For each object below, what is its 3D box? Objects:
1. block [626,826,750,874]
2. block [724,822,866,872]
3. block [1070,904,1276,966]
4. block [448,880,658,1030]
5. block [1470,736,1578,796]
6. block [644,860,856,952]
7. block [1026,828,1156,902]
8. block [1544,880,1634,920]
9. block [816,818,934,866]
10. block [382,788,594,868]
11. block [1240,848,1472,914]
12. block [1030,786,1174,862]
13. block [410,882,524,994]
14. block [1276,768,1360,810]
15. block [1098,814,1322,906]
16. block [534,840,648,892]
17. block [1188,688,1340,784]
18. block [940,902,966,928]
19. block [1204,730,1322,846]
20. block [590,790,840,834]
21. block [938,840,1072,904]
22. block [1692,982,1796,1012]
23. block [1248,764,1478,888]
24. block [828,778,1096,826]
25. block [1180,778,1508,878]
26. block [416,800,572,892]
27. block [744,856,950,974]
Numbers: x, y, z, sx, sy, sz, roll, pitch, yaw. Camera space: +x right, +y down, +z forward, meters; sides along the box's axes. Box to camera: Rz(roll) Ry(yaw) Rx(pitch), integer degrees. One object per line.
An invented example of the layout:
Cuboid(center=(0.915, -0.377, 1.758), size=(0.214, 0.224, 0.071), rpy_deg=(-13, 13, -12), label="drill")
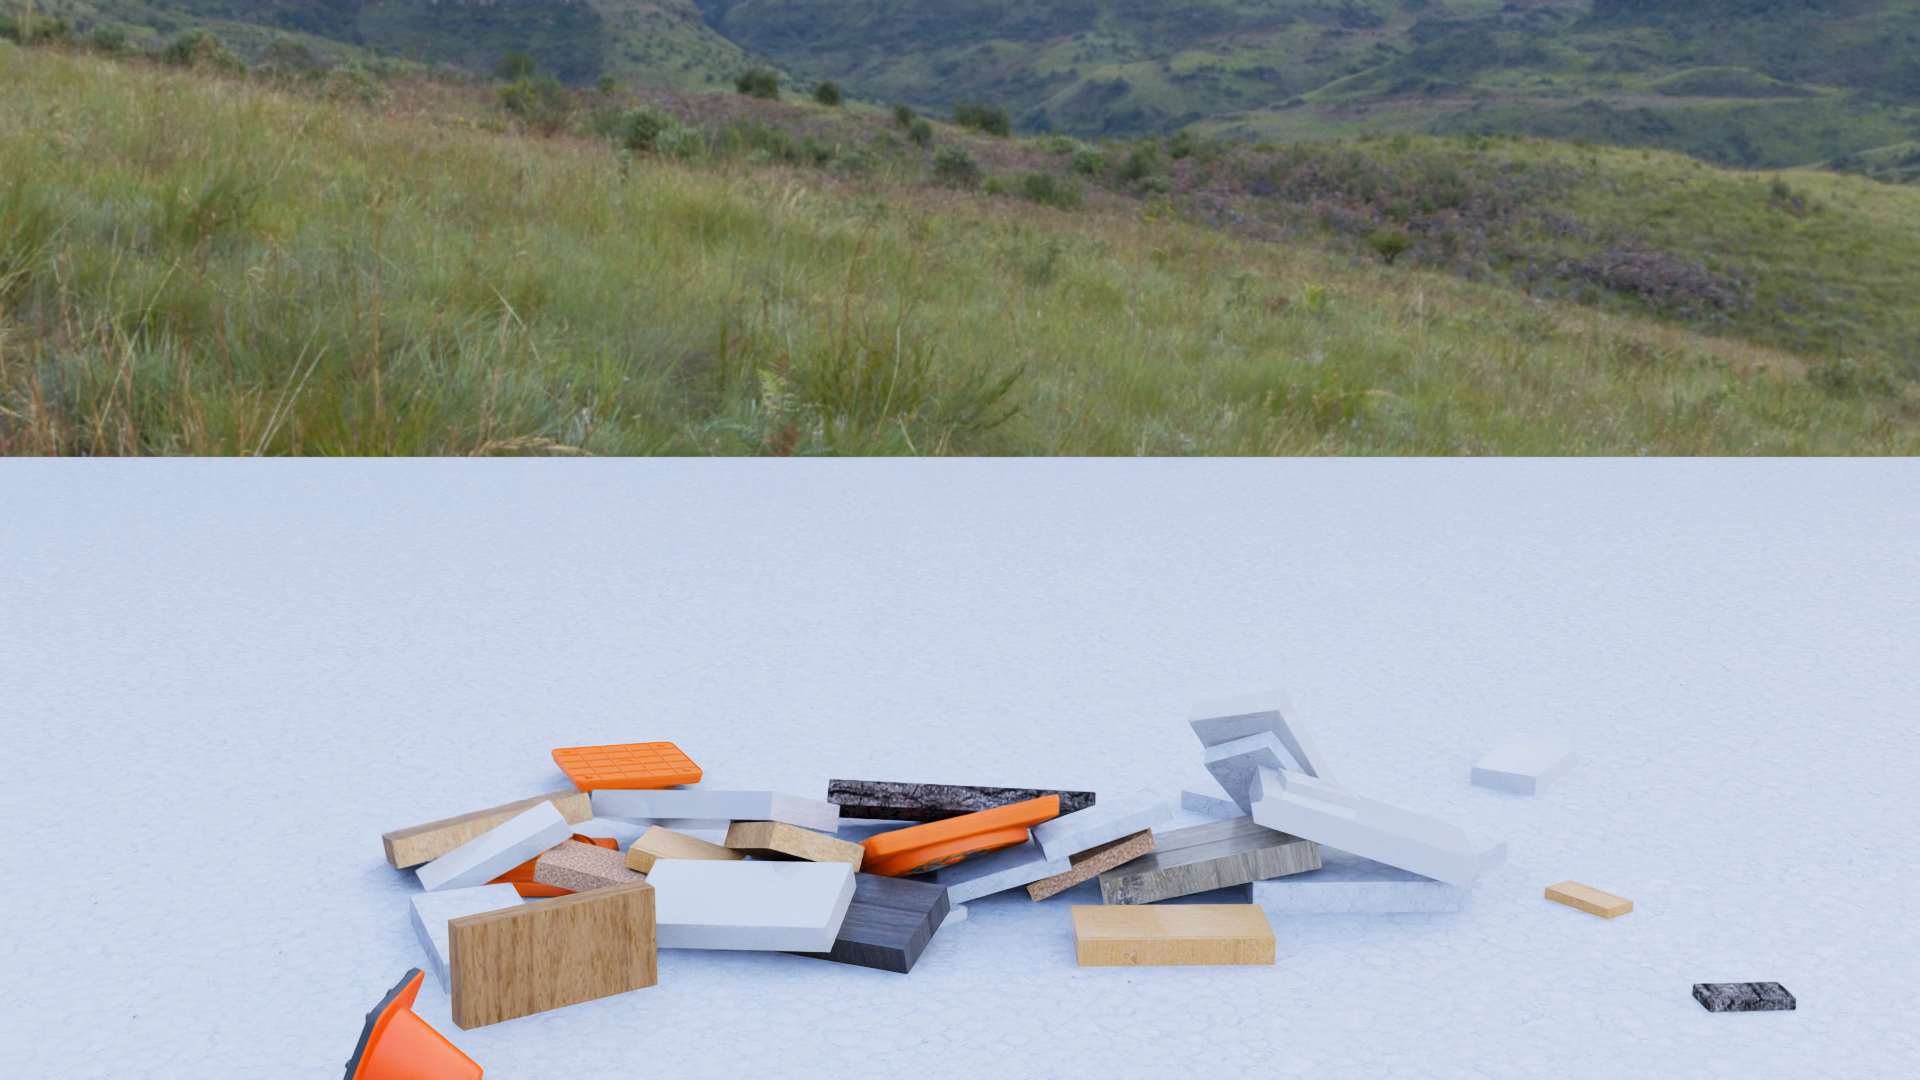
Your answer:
Cuboid(center=(-0.417, 0.544, 3.655), size=(0.248, 0.035, 0.124), rpy_deg=(16, 12, 8), label="block")
Cuboid(center=(-0.277, 0.506, 3.623), size=(0.152, 0.043, 0.304), rpy_deg=(18, -13, -17), label="block")
Cuboid(center=(0.328, 0.614, 3.422), size=(0.302, 0.043, 0.151), rpy_deg=(0, 11, -1), label="block")
Cuboid(center=(-0.588, 0.600, 3.196), size=(0.304, 0.152, 0.043), rpy_deg=(-7, 13, -34), label="block")
Cuboid(center=(1.117, 0.445, 4.350), size=(0.129, 0.036, 0.257), rpy_deg=(7, 12, 32), label="block")
Cuboid(center=(-0.340, 0.566, 3.414), size=(0.326, 0.046, 0.163), rpy_deg=(-1, 28, 14), label="block")
Cuboid(center=(0.215, 0.528, 3.666), size=(0.220, 0.031, 0.110), rpy_deg=(-25, 10, 5), label="block")
Cuboid(center=(1.034, 0.591, 3.616), size=(0.064, 0.018, 0.128), rpy_deg=(-8, 13, -35), label="block")
Cuboid(center=(-0.206, 0.529, 3.878), size=(0.304, 0.043, 0.152), rpy_deg=(-2, 11, -8), label="block")
Cuboid(center=(-0.820, 0.498, 3.814), size=(0.337, 0.048, 0.168), rpy_deg=(-12, 1, -21), label="block")
Cuboid(center=(0.652, 0.565, 3.665), size=(0.358, 0.051, 0.179), rpy_deg=(0, 11, -2), label="block")
Cuboid(center=(0.233, 0.468, 3.631), size=(0.220, 0.031, 0.110), rpy_deg=(-18, 10, -6), label="block")
Cuboid(center=(-0.745, 0.614, 3.414), size=(0.163, 0.046, 0.326), rpy_deg=(-4, 11, -22), label="block")
Cuboid(center=(0.591, 0.411, 3.630), size=(0.128, 0.018, 0.064), rpy_deg=(15, 11, -8), label="block")
Cuboid(center=(0.408, 0.527, 3.663), size=(0.358, 0.051, 0.179), rpy_deg=(-12, 11, 3), label="block")
Cuboid(center=(-0.564, 0.555, 3.630), size=(0.248, 0.035, 0.124), rpy_deg=(13, 12, 5), label="block")
Cuboid(center=(0.544, 0.395, 3.806), size=(0.168, 0.337, 0.048), rpy_deg=(-11, 40, 31), label="block")
Cuboid(center=(-0.064, 0.597, 3.574), size=(0.071, 0.020, 0.142), rpy_deg=(-10, 14, -42), label="block")
Cuboid(center=(0.542, 0.437, 3.781), size=(0.129, 0.257, 0.036), rpy_deg=(-20, 35, 33), label="block")
Cuboid(center=(-0.430, 0.470, 3.817), size=(0.435, 0.048, 0.168), rpy_deg=(-5, -16, 38), label="block")
Cuboid(center=(0.072, 0.547, 3.648), size=(0.220, 0.031, 0.110), rpy_deg=(-17, 10, 2), label="block")
Cuboid(center=(1.143, 0.666, 3.208), size=(0.128, 0.018, 0.064), rpy_deg=(-1, 11, -4), label="block")
Cuboid(center=(0.659, 0.470, 3.621), size=(0.358, 0.051, 0.179), rpy_deg=(17, 11, 1), label="block")
Cuboid(center=(-0.001, 0.463, 3.848), size=(0.460, 0.043, 0.151), rpy_deg=(3, -16, -4), label="block")
Cuboid(center=(0.685, 0.513, 3.981), size=(0.602, 0.036, 0.129), rpy_deg=(9, 14, 40), label="block")
Cuboid(center=(-0.776, 0.522, 3.661), size=(0.247, 0.035, 0.124), rpy_deg=(-28, 18, -17), label="block")
Cuboid(center=(-0.213, 0.583, 3.445), size=(0.358, 0.046, 0.163), rpy_deg=(5, 30, 24), label="block")
